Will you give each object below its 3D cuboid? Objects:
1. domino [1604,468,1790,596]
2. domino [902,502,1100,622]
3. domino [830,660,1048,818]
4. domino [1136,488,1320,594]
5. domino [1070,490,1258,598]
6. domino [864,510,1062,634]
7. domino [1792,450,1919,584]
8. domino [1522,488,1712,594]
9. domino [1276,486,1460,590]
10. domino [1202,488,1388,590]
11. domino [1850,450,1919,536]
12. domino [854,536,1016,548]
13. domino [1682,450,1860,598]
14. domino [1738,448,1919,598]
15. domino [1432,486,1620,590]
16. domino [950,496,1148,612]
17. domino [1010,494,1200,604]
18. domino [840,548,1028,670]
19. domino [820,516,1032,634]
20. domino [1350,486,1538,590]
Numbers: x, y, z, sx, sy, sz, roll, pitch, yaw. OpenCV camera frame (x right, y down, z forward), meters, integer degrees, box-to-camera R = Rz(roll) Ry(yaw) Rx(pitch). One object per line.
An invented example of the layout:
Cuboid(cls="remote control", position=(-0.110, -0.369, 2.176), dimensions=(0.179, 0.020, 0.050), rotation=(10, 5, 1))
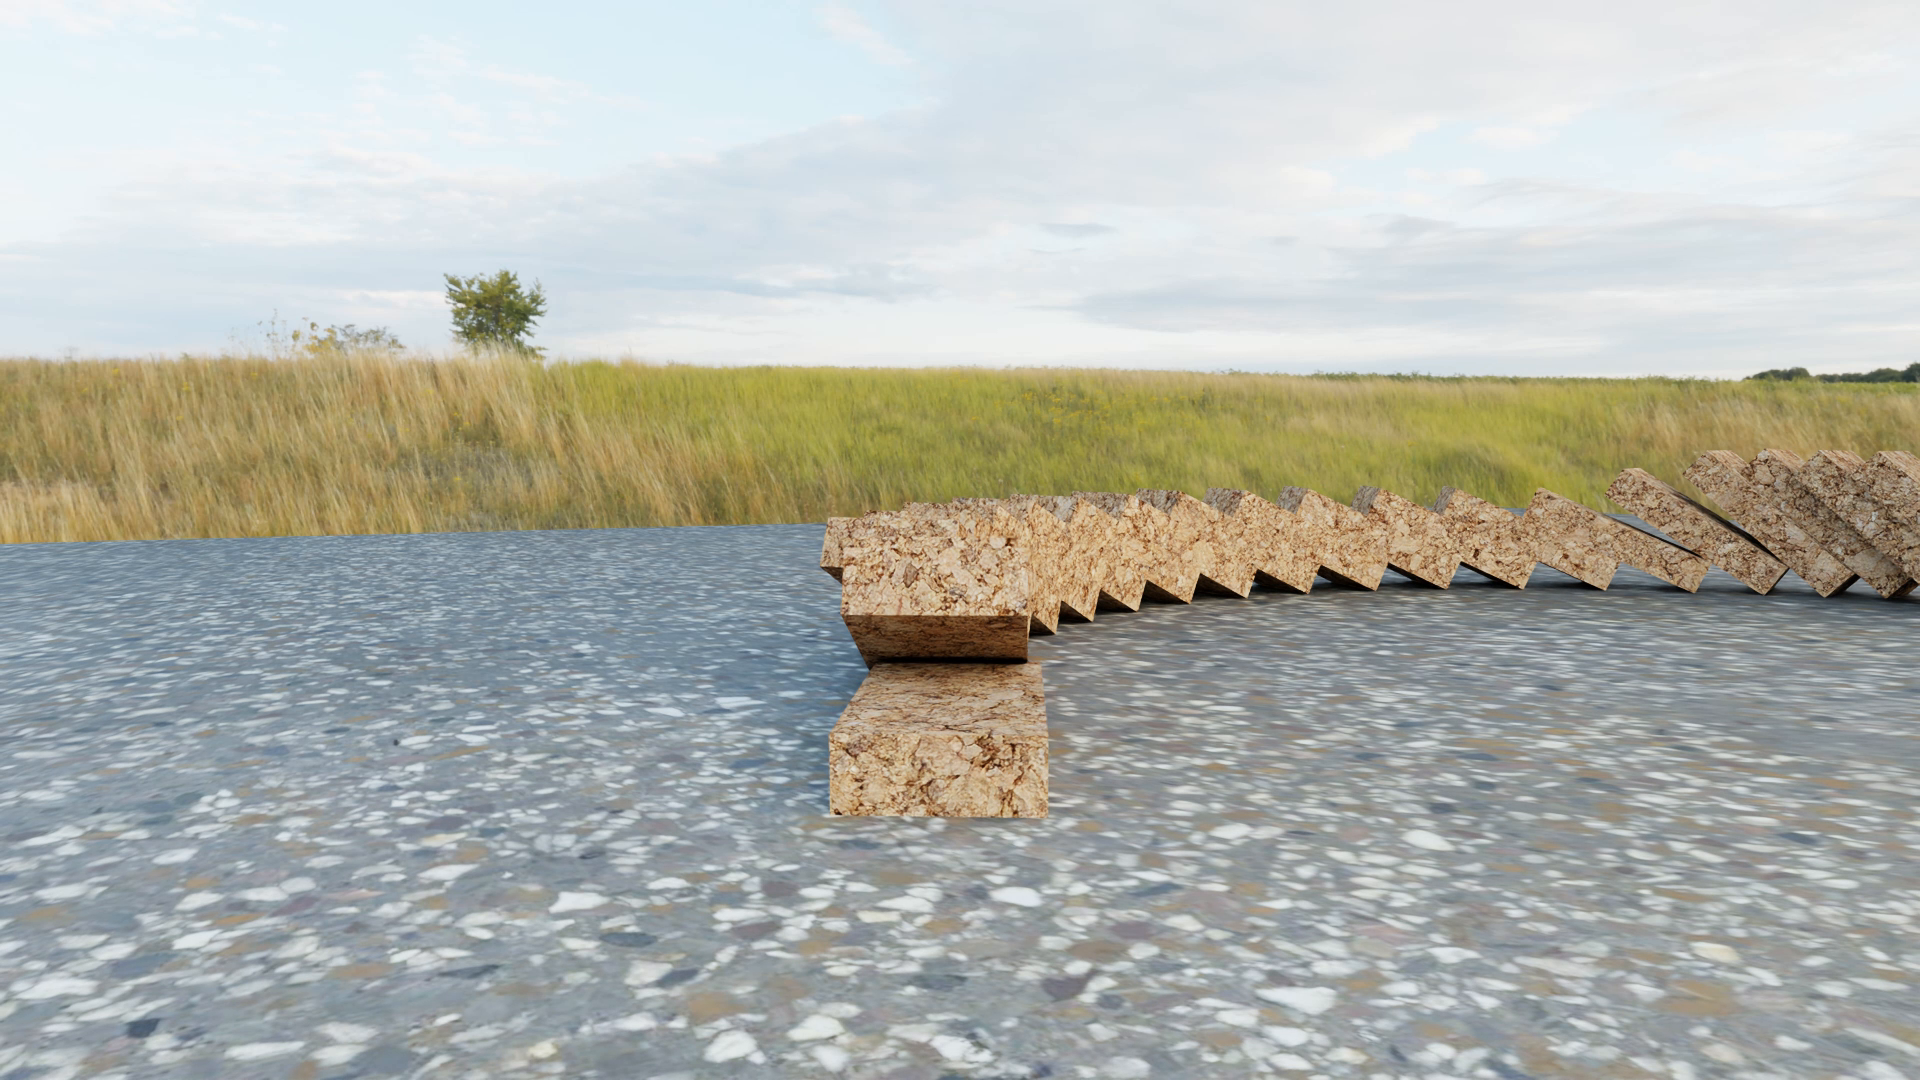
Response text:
Cuboid(cls="domino", position=(0.219, -0.003, 0.380), dimensions=(0.050, 0.010, 0.025), rotation=(41, 27, 28))
Cuboid(cls="domino", position=(0.010, 0.006, 0.296), dimensions=(0.025, 0.010, 0.050), rotation=(3, -20, 35))
Cuboid(cls="domino", position=(-0.001, 0.025, 0.171), dimensions=(0.025, 0.010, 0.050), rotation=(0, 4, 3))
Cuboid(cls="domino", position=(0.075, 0.000, 0.368), dimensions=(0.050, 0.009, 0.025), rotation=(25, -4, -19))
Cuboid(cls="domino", position=(0.055, 0.001, 0.353), dimensions=(0.050, 0.009, 0.025), rotation=(26, -10, -30))
Cuboid(cls="domino", position=(0.001, 0.008, 0.273), dimensions=(0.025, 0.009, 0.050), rotation=(2, -19, 25))
Cuboid(cls="domino", position=(0.256, -0.004, 0.351), dimensions=(0.025, 0.009, 0.050), rotation=(-3, 47, -38))
Cuboid(cls="domino", position=(0.196, -0.001, 0.385), dimensions=(0.050, 0.010, 0.025), rotation=(28, 16, 22))
Cuboid(cls="domino", position=(0.121, -0.001, 0.385), dimensions=(0.050, 0.009, 0.025), rotation=(25, 3, -4))
Cuboid(cls="domino", position=(0.097, -0.001, 0.377), dimensions=(0.050, 0.010, 0.025), rotation=(25, -2, -14))
Cuboid(cls="domino", position=(0.264, -0.003, 0.338), dimensions=(0.025, 0.009, 0.050), rotation=(-3, 47, -38))
Cuboid(cls="domino", position=(-0.003, 0.012, 0.222), dimensions=(0.025, 0.010, 0.050), rotation=(0, -18, 3))
Cuboid(cls="domino", position=(0.237, -0.006, 0.373), dimensions=(0.025, 0.009, 0.050), rotation=(-4, 48, -45))
Cuboid(cls="domino", position=(0.250, -0.005, 0.366), dimensions=(0.025, 0.009, 0.050), rotation=(-2, 46, -42))
Cuboid(cls="domino", position=(0.170, -0.001, 0.388), dimensions=(0.050, 0.009, 0.025), rotation=(26, 9, 9))
Cuboid(cls="domino", position=(0.022, 0.004, 0.318), dimensions=(0.025, 0.009, 0.050), rotation=(4, -19, 44))
Cuboid(cls="domino", position=(0.037, 0.003, 0.336), dimensions=(0.050, 0.009, 0.025), rotation=(28, -14, -37))
Cuboid(cls="domino", position=(-0.002, 0.014, 0.197), dimensions=(0.025, 0.010, 0.050), rotation=(0, -19, 3))
Cuboid(cls="domino", position=(-0.005, 0.009, 0.249), dimensions=(0.025, 0.010, 0.050), rotation=(2, -20, 20))
Cuboid(cls="domino", position=(0.145, -0.001, 0.388), dimensions=(0.050, 0.009, 0.025), rotation=(25, 5, 2))
